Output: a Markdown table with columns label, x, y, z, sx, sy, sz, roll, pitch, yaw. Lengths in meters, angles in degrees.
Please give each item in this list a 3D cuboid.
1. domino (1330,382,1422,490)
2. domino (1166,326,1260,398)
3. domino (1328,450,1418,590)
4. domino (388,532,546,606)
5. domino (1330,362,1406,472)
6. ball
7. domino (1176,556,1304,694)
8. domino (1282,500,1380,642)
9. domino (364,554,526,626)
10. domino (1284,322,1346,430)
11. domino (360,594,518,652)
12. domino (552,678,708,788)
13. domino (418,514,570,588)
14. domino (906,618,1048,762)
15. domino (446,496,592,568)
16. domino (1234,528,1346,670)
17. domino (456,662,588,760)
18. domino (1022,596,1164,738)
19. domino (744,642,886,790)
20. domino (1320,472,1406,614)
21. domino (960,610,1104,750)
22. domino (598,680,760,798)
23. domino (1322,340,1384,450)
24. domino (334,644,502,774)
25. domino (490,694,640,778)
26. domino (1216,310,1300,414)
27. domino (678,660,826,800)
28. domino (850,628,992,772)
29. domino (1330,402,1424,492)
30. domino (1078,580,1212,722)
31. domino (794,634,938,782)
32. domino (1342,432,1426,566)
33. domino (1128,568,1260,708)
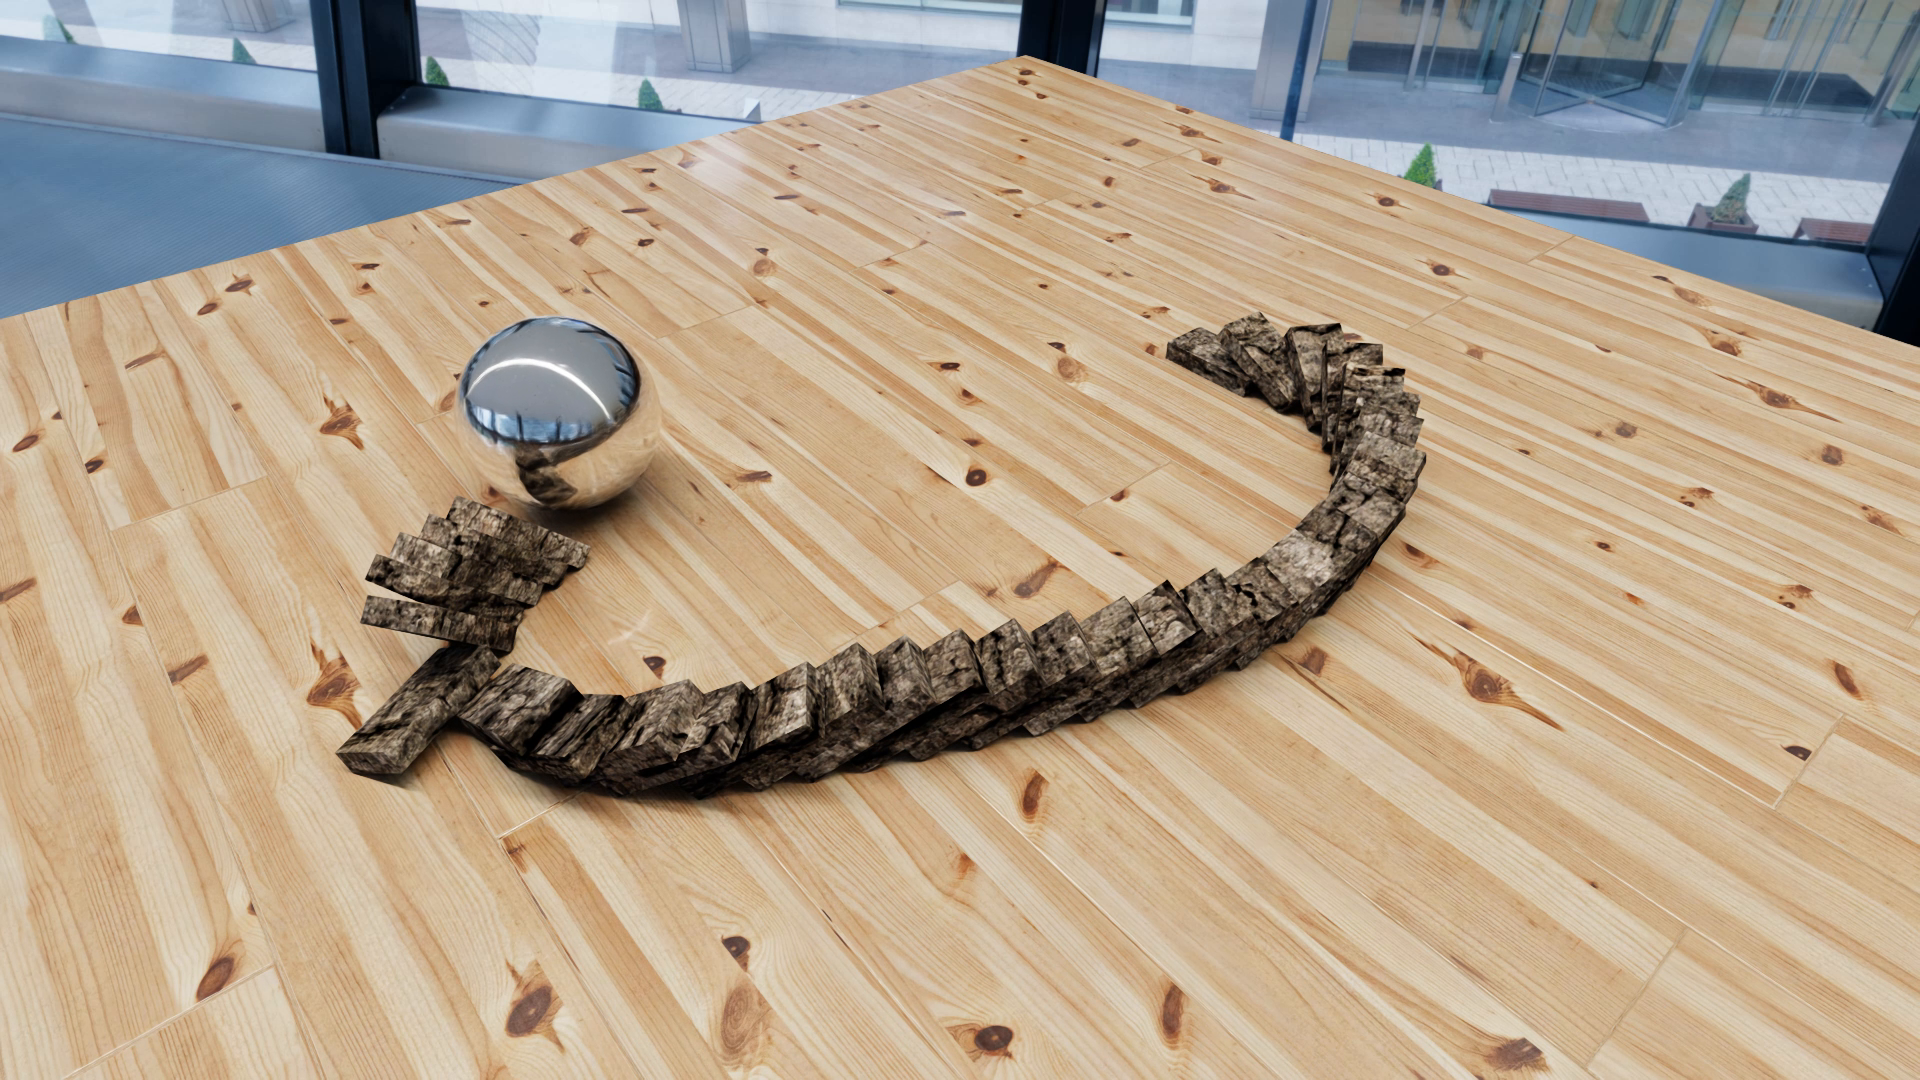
| label | x | y | z | sx | sy | sz | roll | pitch | yaw |
| --- | --- | --- | --- | --- | --- | --- | --- | --- | --- |
| domino | 0.179 | -0.041 | 0.473 | 0.025 | 0.009 | 0.050 | 17 | 75 | 17 |
| domino | 0.131 | -0.090 | 0.553 | 0.025 | 0.009 | 0.050 | -28 | 47 | -30 |
| domino | 0.155 | -0.008 | 0.433 | 0.025 | 0.010 | 0.050 | 31 | 80 | 30 |
| domino | -0.179 | 0.011 | 0.402 | 0.025 | 0.050 | 0.010 | 17 | 82 | 20 |
| domino | 0.181 | -0.053 | 0.488 | 0.025 | 0.010 | 0.050 | 10 | 74 | 11 |
| ball | -0.164 | -0.051 | 0.450 | 0.080 | 0.080 | 0.080 | 0 | 39 | 0 |
| domino | 0.092 | 0.030 | 0.389 | 0.050 | 0.009 | 0.025 | -34 | 44 | 3 |
| domino | 0.129 | 0.011 | 0.410 | 0.050 | 0.010 | 0.025 | -46 | 52 | -4 |
| domino | -0.182 | 0.019 | 0.393 | 0.025 | 0.050 | 0.009 | 17 | 82 | 20 |
| domino | 0.172 | -0.077 | 0.519 | 0.025 | 0.009 | 0.050 | -6 | 70 | -7 |
| domino | -0.178 | 0.029 | 0.380 | 0.025 | 0.050 | 0.009 | 8 | 79 | 9 |
| domino | -0.105 | 0.061 | 0.348 | 0.050 | 0.010 | 0.025 | -18 | 33 | 30 |
| domino | -0.173 | 0.004 | 0.410 | 0.025 | 0.050 | 0.010 | 18 | 82 | 20 |
| domino | 0.002 | 0.049 | 0.364 | 0.050 | 0.009 | 0.025 | -32 | 40 | 10 |
| domino | -0.167 | -0.002 | 0.419 | 0.025 | 0.050 | 0.010 | 18 | 82 | 20 |
| domino | 0.112 | 0.021 | 0.399 | 0.050 | 0.010 | 0.025 | -40 | 47 | -1 |
| domino | -0.143 | 0.054 | 0.356 | 0.050 | 0.010 | 0.025 | 2 | 41 | 49 |
| domino | 0.041 | 0.043 | 0.372 | 0.050 | 0.009 | 0.025 | -32 | 43 | 9 |
| domino | -0.049 | 0.057 | 0.353 | 0.050 | 0.009 | 0.025 | -33 | 40 | 13 |
| domino | 0.145 | 0.001 | 0.422 | 0.025 | 0.010 | 0.050 | 38 | 83 | 32 |
| domino | 0.020 | 0.047 | 0.367 | 0.050 | 0.009 | 0.025 | -31 | 40 | 10 |
| domino | -0.089 | 0.063 | 0.347 | 0.050 | 0.010 | 0.025 | -21 | 32 | 26 |
| domino | 0.179 | -0.066 | 0.503 | 0.025 | 0.010 | 0.050 | 4 | 73 | 4 |
| domino | -0.180 | 0.056 | 0.368 | 0.025 | 0.009 | 0.050 | -7 | 34 | 28 |
| domino | -0.126 | 0.061 | 0.348 | 0.050 | 0.010 | 0.025 | -6 | 36 | 43 |
| domino | 0.150 | -0.087 | 0.534 | 0.025 | 0.009 | 0.050 | -25 | 70 | -28 |
| domino | -0.066 | 0.060 | 0.348 | 0.050 | 0.009 | 0.025 | -28 | 40 | 18 |
| domino | -0.015 | 0.052 | 0.360 | 0.050 | 0.009 | 0.025 | -32 | 40 | 10 |
| domino | 0.173 | -0.031 | 0.460 | 0.025 | 0.009 | 0.050 | 20 | 76 | 19 |
| domino | 0.058 | 0.038 | 0.377 | 0.050 | 0.010 | 0.025 | -35 | 44 | 7 |
| domino | -0.033 | 0.055 | 0.356 | 0.050 | 0.010 | 0.025 | -34 | 40 | 12 |
| domino | 0.165 | -0.017 | 0.445 | 0.025 | 0.010 | 0.050 | 27 | 78 | 29 |
| domino | 0.075 | 0.034 | 0.382 | 0.050 | 0.010 | 0.025 | -35 | 44 | 7 |
